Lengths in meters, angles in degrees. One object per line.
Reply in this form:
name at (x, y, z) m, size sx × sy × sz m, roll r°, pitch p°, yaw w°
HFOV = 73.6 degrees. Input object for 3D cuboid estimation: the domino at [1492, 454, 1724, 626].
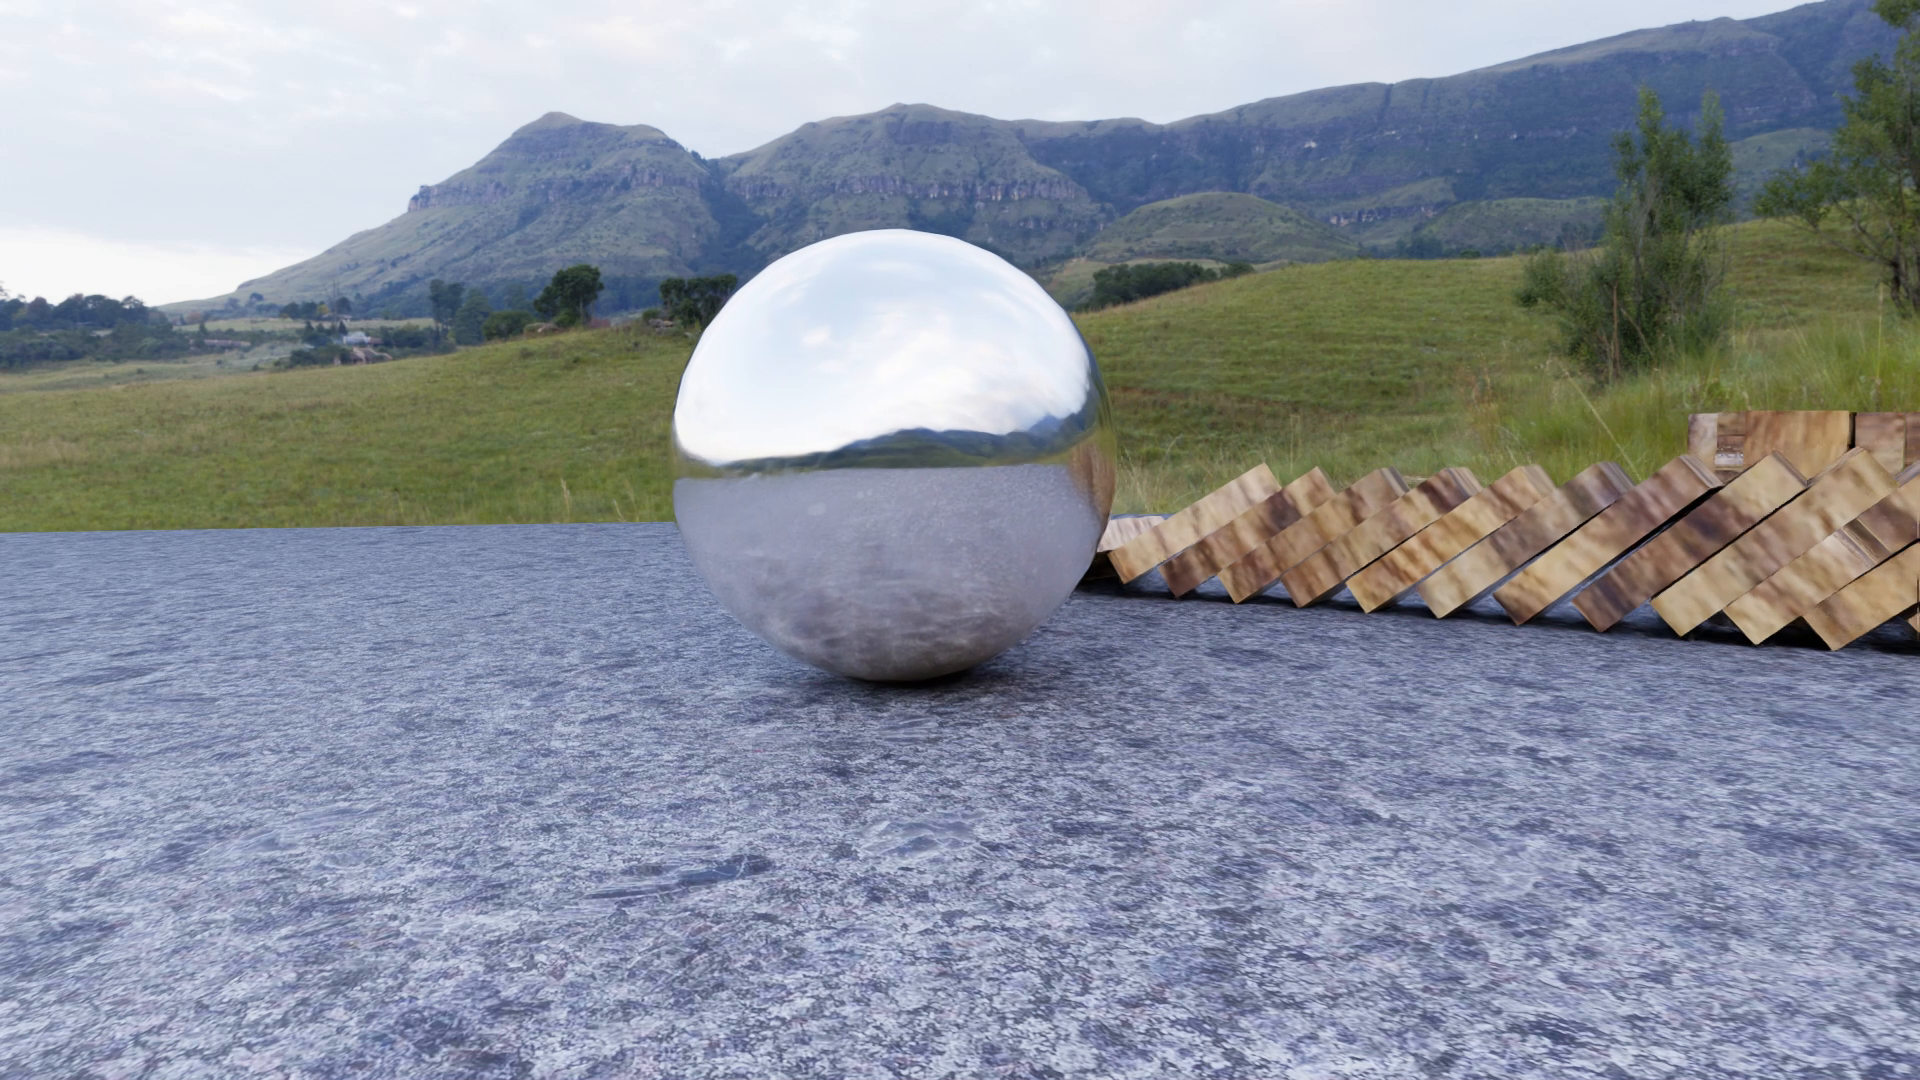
domino at (0.150, 0.000, 0.299) m, size 0.050 × 0.010 × 0.025 m, roll -46°, pitch -23°, yaw 30°

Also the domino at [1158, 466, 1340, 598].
domino at (0.080, -0.002, 0.353) m, size 0.050 × 0.010 × 0.025 m, roll -34°, pitch -9°, yaw 18°

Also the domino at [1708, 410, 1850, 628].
domino at (0.191, -0.005, 0.299) m, size 0.025 × 0.050 × 0.009 m, roll 0°, pitch 4°, yaw -5°

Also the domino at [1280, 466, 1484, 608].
domino at (0.109, -0.001, 0.331) m, size 0.050 × 0.009 × 0.025 m, roll -39°, pitch -17°, yaw 30°

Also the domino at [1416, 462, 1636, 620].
domino at (0.137, 0.000, 0.310) m, size 0.050 × 0.009 × 0.025 m, roll -43°, pitch -21°, yaw 31°

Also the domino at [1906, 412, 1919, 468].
domino at (0.238, -0.006, 0.306) m, size 0.025 × 0.050 × 0.009 m, roll -2°, pitch 2°, yaw -25°

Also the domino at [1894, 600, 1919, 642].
domino at (0.215, 0.003, 0.257) m, size 0.050 × 0.010 × 0.025 m, roll -44°, pitch -15°, yaw 23°

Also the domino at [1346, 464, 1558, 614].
domino at (0.123, 0.000, 0.321) m, size 0.050 × 0.010 × 0.025 m, roll -40°, pitch -19°, yaw 30°

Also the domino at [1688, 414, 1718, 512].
domino at (0.195, -0.006, 0.317) m, size 0.010 × 0.050 × 0.025 m, roll -4°, pitch 6°, yaw -40°

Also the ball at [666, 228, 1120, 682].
ball at (-0.012, -0.015, 0.230) m, size 0.080 × 0.080 × 0.080 m, roll 0°, pitch 4°, yaw 0°

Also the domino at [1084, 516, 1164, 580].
domino at (0.040, 0.003, 0.387) m, size 0.025 × 0.009 × 0.050 m, roll -32°, pitch -17°, yaw 37°

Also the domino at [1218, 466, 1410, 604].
domino at (0.095, -0.001, 0.342) m, size 0.050 × 0.010 × 0.025 m, roll -37°, pitch -13°, yaw 25°

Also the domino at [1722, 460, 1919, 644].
domino at (0.186, 0.001, 0.270) m, size 0.050 × 0.009 × 0.025 m, roll -45°, pitch -18°, yaw 26°

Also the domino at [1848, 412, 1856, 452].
domino at (0.211, -0.007, 0.324) m, size 0.010 × 0.050 × 0.025 m, roll -1°, pitch 4°, yaw -10°

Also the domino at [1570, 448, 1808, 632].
domino at (0.163, 0.000, 0.288) m, size 0.050 × 0.010 × 0.025 m, roll -47°, pitch -20°, yaw 30°

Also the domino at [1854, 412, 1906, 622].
domino at (0.227, -0.006, 0.318) m, size 0.010 × 0.050 × 0.025 m, roll 3°, pitch 5°, yaw 38°

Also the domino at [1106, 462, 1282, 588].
domino at (0.066, -0.004, 0.364) m, size 0.050 × 0.010 × 0.025 m, roll -31°, pitch -8°, yaw 4°

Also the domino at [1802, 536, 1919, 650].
domino at (0.199, 0.003, 0.264) m, size 0.050 × 0.010 × 0.025 m, roll -42°, pitch -16°, yaw 25°

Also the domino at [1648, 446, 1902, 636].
domino at (0.175, 0.000, 0.278) m, size 0.050 × 0.010 × 0.025 m, roll -46°, pitch -18°, yaw 27°
